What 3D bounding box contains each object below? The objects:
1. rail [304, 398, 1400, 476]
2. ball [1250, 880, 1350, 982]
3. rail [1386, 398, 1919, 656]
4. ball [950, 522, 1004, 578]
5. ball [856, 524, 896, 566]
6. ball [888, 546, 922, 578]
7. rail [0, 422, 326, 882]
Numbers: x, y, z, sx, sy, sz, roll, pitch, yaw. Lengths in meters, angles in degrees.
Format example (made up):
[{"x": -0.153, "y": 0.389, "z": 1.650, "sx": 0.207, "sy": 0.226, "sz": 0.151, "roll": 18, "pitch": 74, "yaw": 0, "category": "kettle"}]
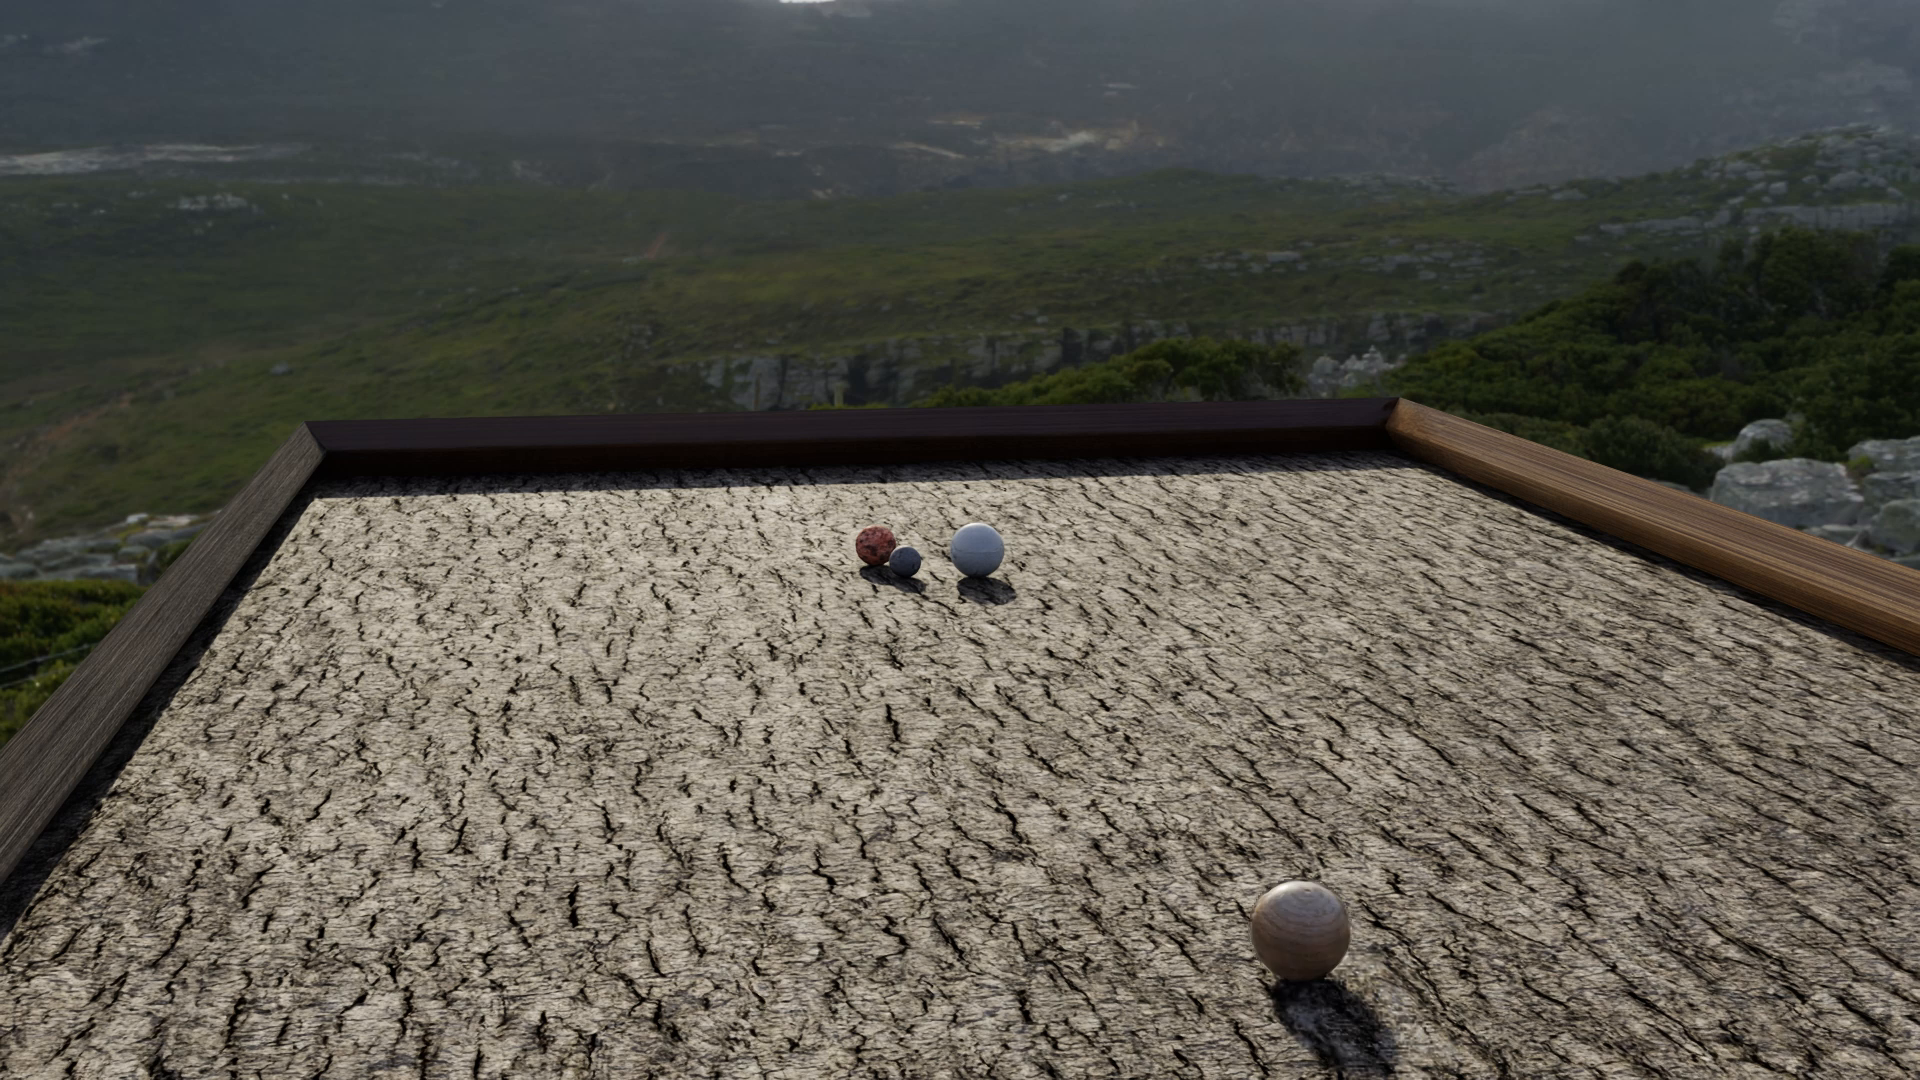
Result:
[{"x": -0.158, "y": -0.193, "z": 4.124, "sx": 2.079, "sy": 0.102, "sz": 0.045, "roll": -2, "pitch": 11, "yaw": -10, "category": "rail"}, {"x": 0.255, "y": 0.292, "z": 1.645, "sx": 0.074, "sy": 0.074, "sz": 0.074, "roll": 0, "pitch": 11, "yaw": 0, "category": "ball"}, {"x": 1.163, "y": 0.124, "z": 2.457, "sx": 0.045, "sy": 0.102, "sz": 3.838, "roll": -2, "pitch": 11, "yaw": -10, "category": "rail"}, {"x": 0.024, "y": 0.014, "z": 3.100, "sx": 0.078, "sy": 0.078, "sz": 0.078, "roll": 0, "pitch": 11, "yaw": 0, "category": "ball"}, {"x": -0.122, "y": 0.007, "z": 3.187, "sx": 0.059, "sy": 0.059, "sz": 0.059, "roll": 0, "pitch": 11, "yaw": 0, "category": "ball"}, {"x": -0.077, "y": 0.030, "z": 3.103, "sx": 0.046, "sy": 0.046, "sz": 0.046, "roll": 0, "pitch": 11, "yaw": 0, "category": "ball"}, {"x": -0.840, "y": 0.187, "z": 2.121, "sx": 0.045, "sy": 0.102, "sz": 3.838, "roll": -2, "pitch": 11, "yaw": -10, "category": "rail"}]
